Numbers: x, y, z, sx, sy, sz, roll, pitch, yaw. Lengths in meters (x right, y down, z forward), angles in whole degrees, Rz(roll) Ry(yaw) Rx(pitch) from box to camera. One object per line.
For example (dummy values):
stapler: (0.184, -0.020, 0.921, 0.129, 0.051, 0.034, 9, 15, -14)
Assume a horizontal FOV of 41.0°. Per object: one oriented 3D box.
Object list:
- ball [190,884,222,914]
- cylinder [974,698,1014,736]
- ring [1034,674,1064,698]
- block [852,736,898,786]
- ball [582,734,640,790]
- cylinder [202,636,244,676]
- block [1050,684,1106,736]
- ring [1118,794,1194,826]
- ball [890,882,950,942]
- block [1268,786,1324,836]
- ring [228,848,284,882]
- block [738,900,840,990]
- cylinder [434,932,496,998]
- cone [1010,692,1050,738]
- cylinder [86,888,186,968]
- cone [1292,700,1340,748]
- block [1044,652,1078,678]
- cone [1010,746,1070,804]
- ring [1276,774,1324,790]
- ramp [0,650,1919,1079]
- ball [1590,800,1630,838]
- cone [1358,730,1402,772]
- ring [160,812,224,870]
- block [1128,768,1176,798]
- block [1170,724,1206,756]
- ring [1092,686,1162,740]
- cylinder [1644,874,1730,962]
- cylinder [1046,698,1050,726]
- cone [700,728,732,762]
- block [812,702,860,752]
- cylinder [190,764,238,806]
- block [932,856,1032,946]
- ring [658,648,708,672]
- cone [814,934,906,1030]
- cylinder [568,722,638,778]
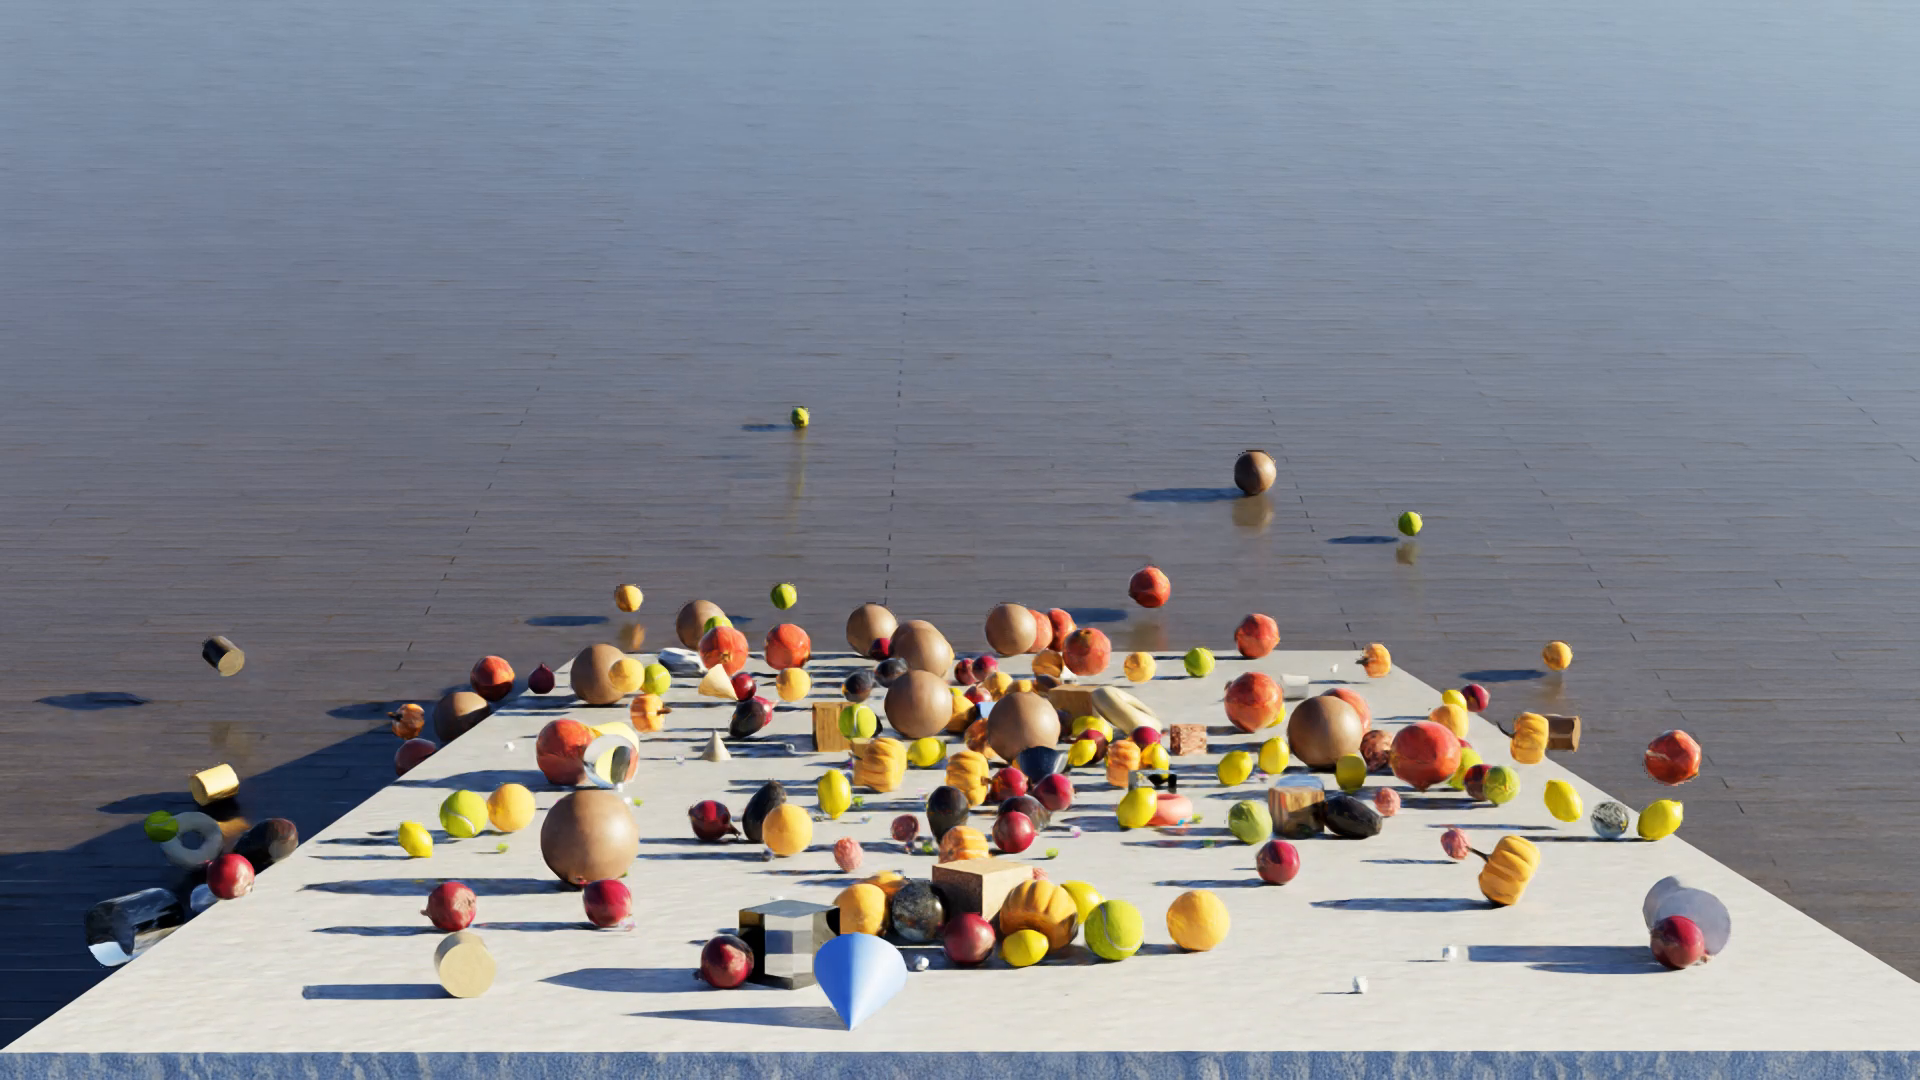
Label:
ball: (-1.597, 0.763, 5.446, 0.068, 0.068, 0.068, 0, 21, 0)
cylinder: (0.065, 0.341, 4.922, 0.060, 0.060, 0.060, -20, 26, -12)
ring: (0.200, 0.313, 5.188, 0.115, 0.115, 0.038, 24, 74, 47)
block: (-0.142, 0.370, 4.288, 0.073, 0.073, 0.073, 0, 3, -6)
ball: (-0.574, 0.364, 4.230, 0.092, 0.092, 0.092, 0, 21, 0)
cylinder: (-1.851, 0.292, 6.461, 0.075, 0.075, 0.075, 31, 35, 35)
block: (0.226, 0.327, 4.930, 0.087, 0.087, 0.087, 1, 3, 19)
ring: (0.297, 0.409, 3.900, 0.114, 0.038, 0.114, -1, 3, 0)
ball: (-0.048, 0.440, 3.037, 0.072, 0.072, 0.072, 0, 21, 0)
block: (0.499, 0.401, 3.807, 0.062, 0.062, 0.062, -1, 3, -16)
ring: (-1.536, 0.712, 5.619, 0.122, 0.041, 0.122, -1, 20, 0)
block: (-0.189, 0.447, 2.843, 0.079, 0.079, 0.079, 2, 4, 37)
cylinder: (-0.536, 0.460, 2.783, 0.060, 0.060, 0.060, -7, 5, -17)
cone: (0.132, 0.352, 4.901, 0.088, 0.088, 0.088, 2, 30, 5)
cylinder: (-1.121, 0.527, 3.495, 0.091, 0.091, 0.091, 11, 10, 27)
cone: (0.660, 0.336, 4.764, 0.087, 0.087, 0.087, 0, 3, 0)
block: (0.231, 0.288, 5.930, 0.055, 0.055, 0.055, -3, 4, -43)
cone: (0.128, 0.396, 4.096, 0.095, 0.095, 0.095, 1, 30, 2)
ring: (0.552, 0.399, 4.176, 0.081, 0.027, 0.081, -1, 4, 0)
ramp: (0.049, 0.443, 4.532, 2.000, 0.100, 4.000, 0, 3, 0)
ball: (0.948, 0.408, 3.747, 0.055, 0.055, 0.055, 0, 21, 0)
cone: (0.718, 0.381, 4.434, 0.076, 0.076, 0.076, 7, 32, 18)
ring: (-1.685, 0.661, 5.643, 0.136, 0.136, 0.045, -14, -19, -32)
block: (0.302, 0.392, 4.032, 0.056, 0.056, 0.056, -1, 3, -20)
block: (0.414, 0.361, 4.654, 0.050, 0.050, 0.050, -1, 3, -16)
ring: (0.314, 0.326, 4.844, 0.148, 0.049, 0.148, 32, 9, -5)
cylinder: (0.838, 0.436, 2.966, 0.085, 0.085, 0.085, 2, 3, 6)
cylinder: (0.186, 0.339, 5.011, 0.055, 0.055, 0.055, -17, 13, -37)
cone: (-0.436, 0.362, 4.580, 0.056, 0.056, 0.056, 0, 3, 0)
block: (-0.227, 0.343, 4.719, 0.080, 0.080, 0.080, -1, 3, -10)
cylinder: (-1.724, 0.567, 5.940, 0.078, 0.078, 0.078, 19, 29, 41)
block: (0.027, 0.431, 3.072, 0.085, 0.085, 0.085, -3, 4, -45)
ring: (-0.655, 0.284, 6.058, 0.121, 0.040, 0.121, 11, 5, -1)
cone: (-0.108, 0.475, 2.653, 0.098, 0.098, 0.098, 2, 30, 4)
cylinder: (-0.607, 0.358, 4.379, 0.087, 0.087, 0.087, 10, 7, 24)
